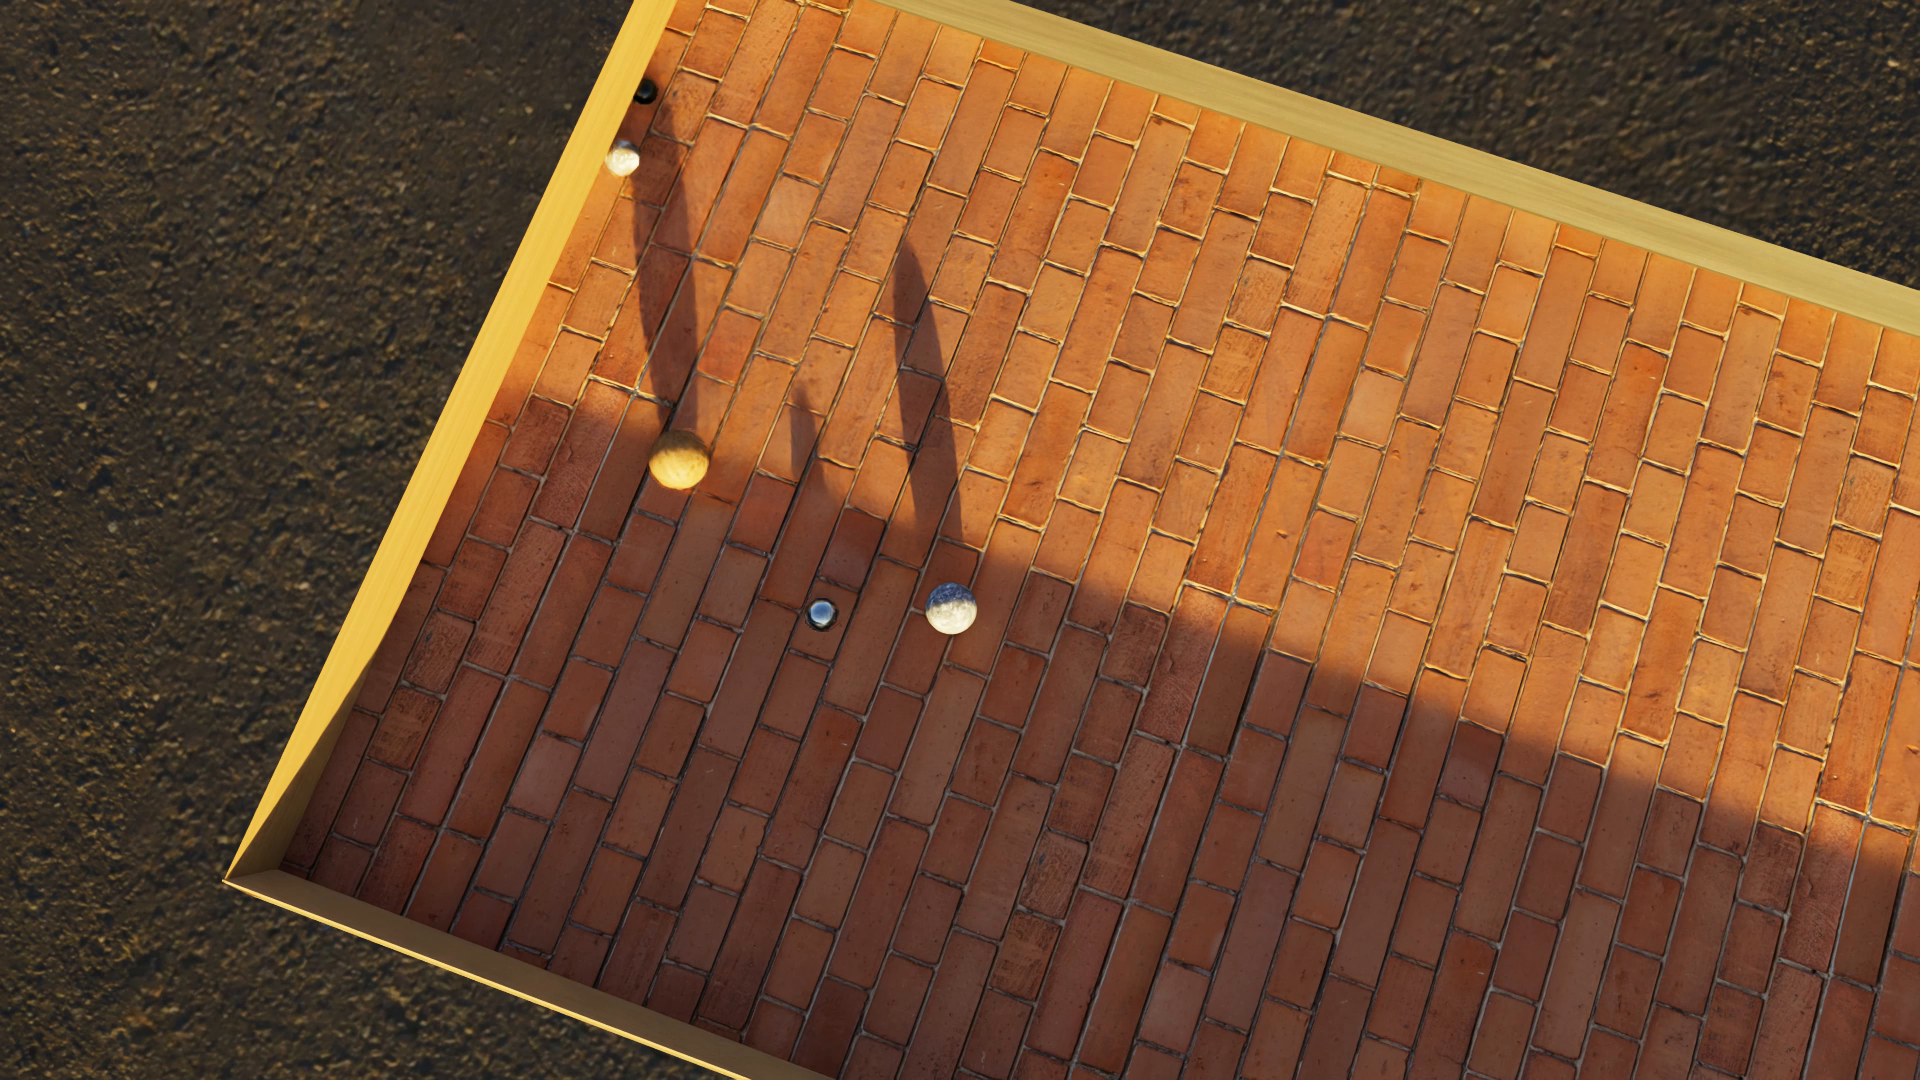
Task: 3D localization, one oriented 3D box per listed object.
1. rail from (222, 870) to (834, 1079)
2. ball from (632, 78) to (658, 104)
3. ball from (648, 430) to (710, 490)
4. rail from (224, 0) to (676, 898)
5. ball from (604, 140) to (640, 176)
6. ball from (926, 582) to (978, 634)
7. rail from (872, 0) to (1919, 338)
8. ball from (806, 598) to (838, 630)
[{"bbox_3d":[0.469,1.013,3.044,3.230,0.121,0.045,19,73,6],"label":"rail"},{"bbox_3d":[-0.524,-0.744,3.646,0.044,0.044,0.044,0,72,0],"label":"ball"},{"bbox_3d":[-0.437,-0.125,3.422,0.093,0.093,0.093,0,72,0],"label":"ball"},{"bbox_3d":[-0.736,-0.264,3.451,0.045,0.121,1.741,19,73,6],"label":"rail"},{"bbox_3d":[-0.553,-0.626,3.601,0.059,0.059,0.059,0,72,0],"label":"ball"},{"bbox_3d":[-0.013,0.104,3.356,0.080,0.080,0.080,0,72,0],"label":"ball"},{"bbox_3d":[1.049,-0.503,3.527,3.230,0.121,0.045,19,73,6],"label":"rail"},{"bbox_3d":[-0.211,0.113,3.369,0.050,0.050,0.050,0,72,0],"label":"ball"}]
